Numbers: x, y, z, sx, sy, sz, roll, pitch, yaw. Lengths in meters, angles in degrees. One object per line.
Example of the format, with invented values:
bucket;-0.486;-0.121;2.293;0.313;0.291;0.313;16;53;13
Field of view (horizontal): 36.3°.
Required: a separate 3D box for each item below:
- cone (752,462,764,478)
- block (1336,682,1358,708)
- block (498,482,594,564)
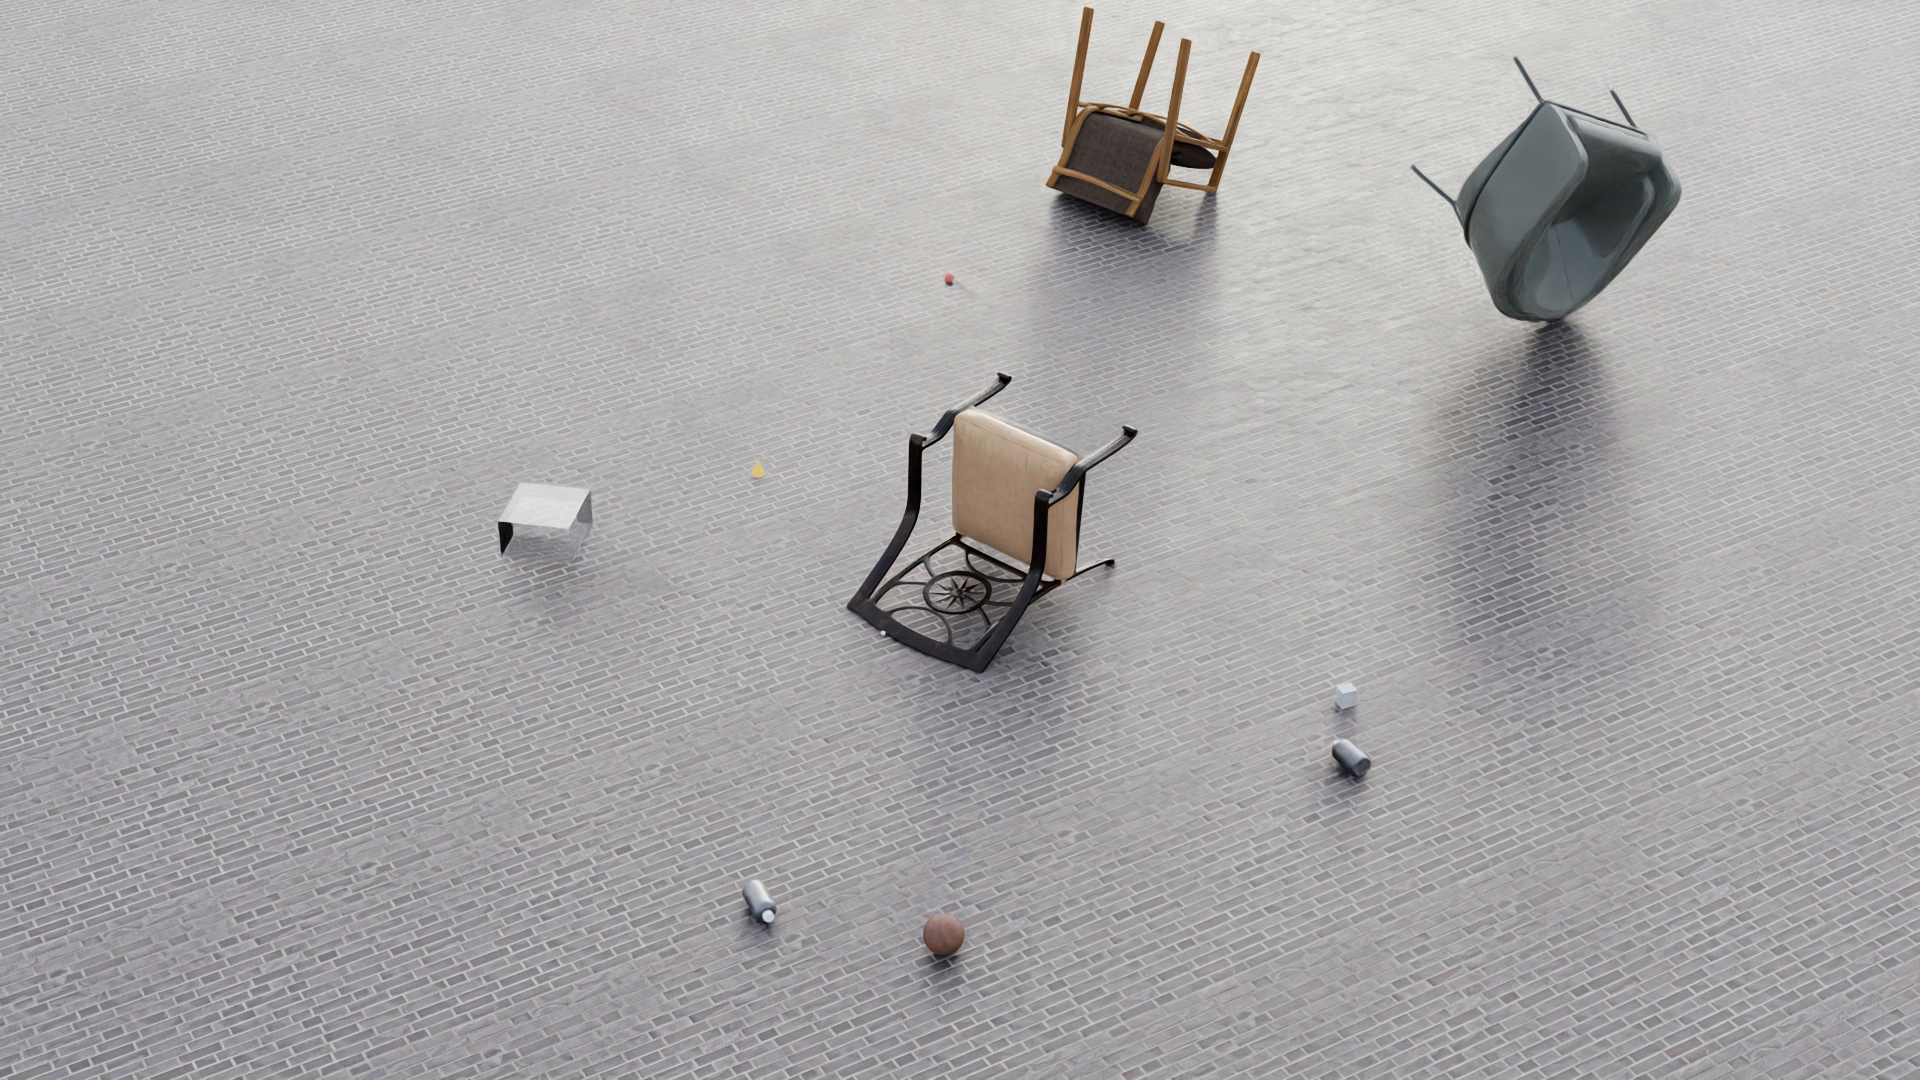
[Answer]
cone;-0.781;-0.282;11.316;0.051;0.062;0.057;-9;34;-14
block;1.327;0.535;10.072;0.054;0.066;0.047;-12;35;-18
block;-1.539;-0.065;10.902;0.271;0.154;0.272;6;34;9
